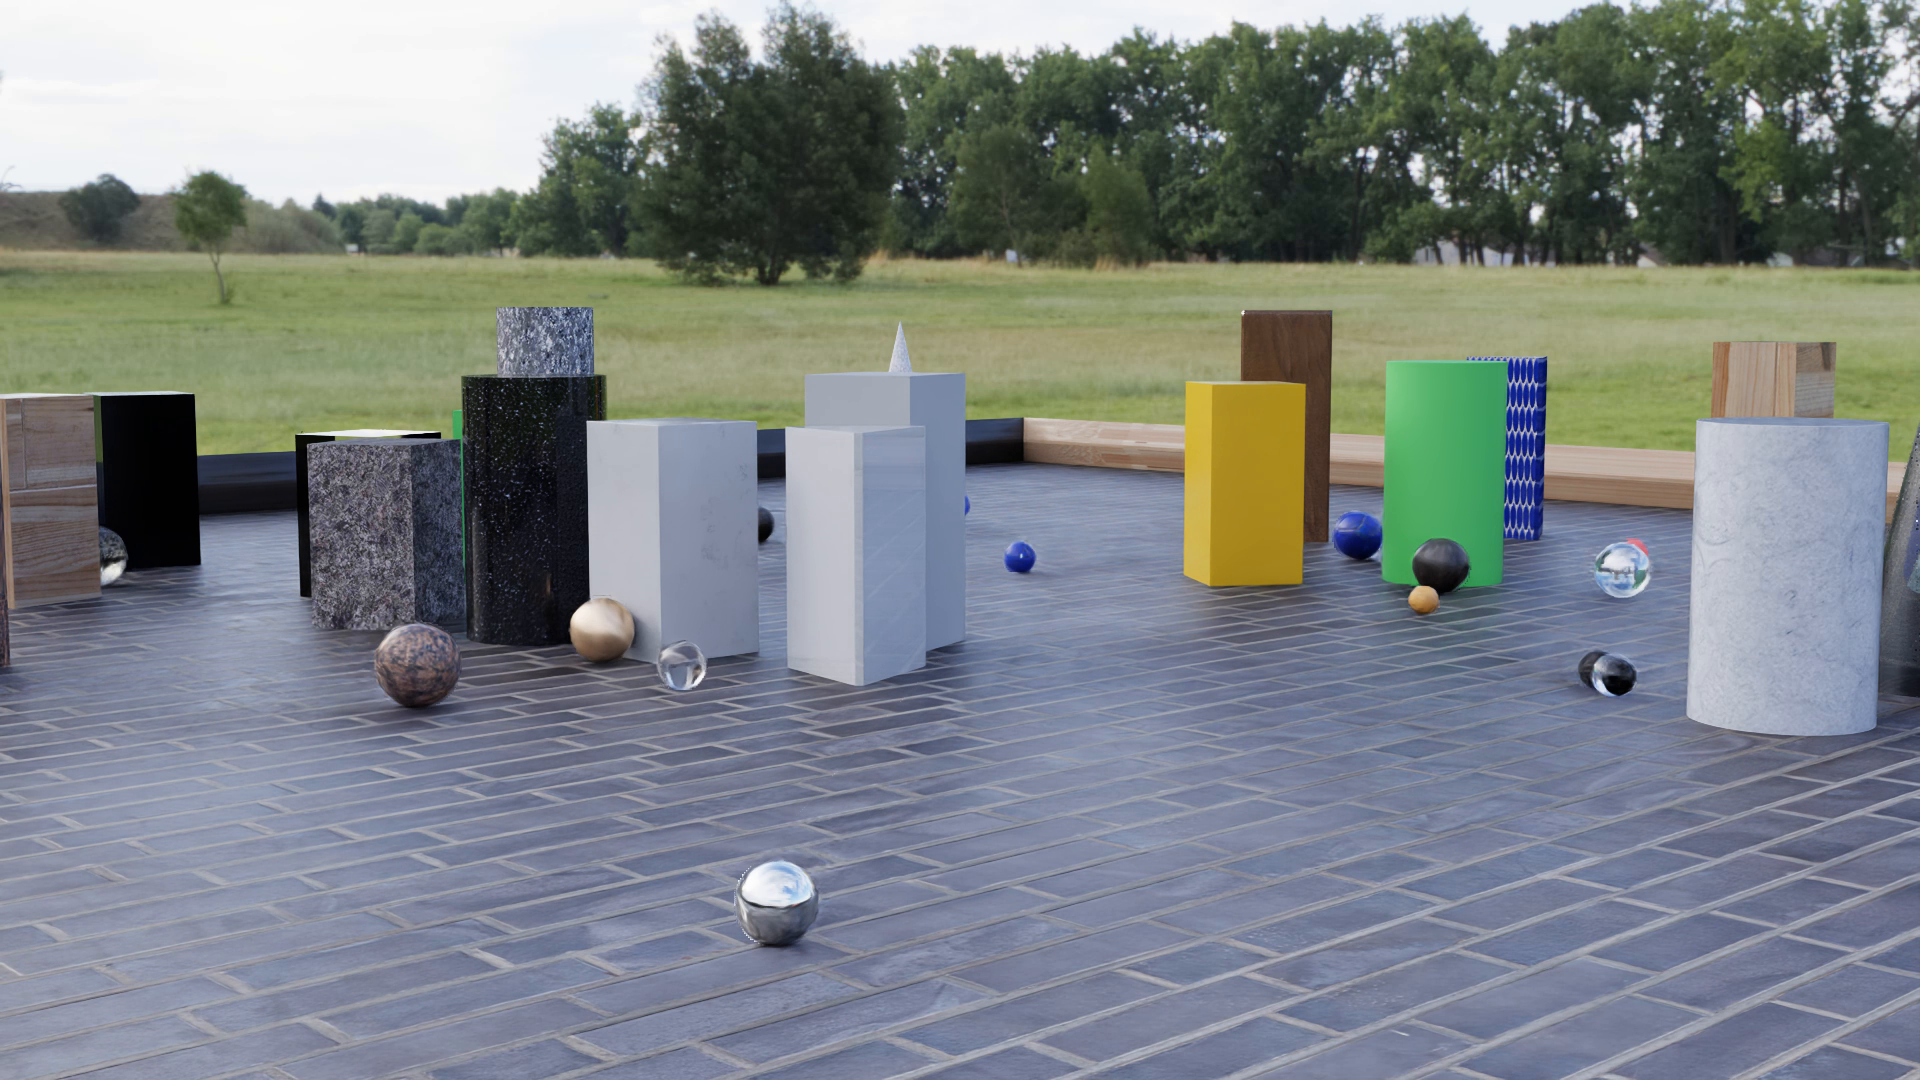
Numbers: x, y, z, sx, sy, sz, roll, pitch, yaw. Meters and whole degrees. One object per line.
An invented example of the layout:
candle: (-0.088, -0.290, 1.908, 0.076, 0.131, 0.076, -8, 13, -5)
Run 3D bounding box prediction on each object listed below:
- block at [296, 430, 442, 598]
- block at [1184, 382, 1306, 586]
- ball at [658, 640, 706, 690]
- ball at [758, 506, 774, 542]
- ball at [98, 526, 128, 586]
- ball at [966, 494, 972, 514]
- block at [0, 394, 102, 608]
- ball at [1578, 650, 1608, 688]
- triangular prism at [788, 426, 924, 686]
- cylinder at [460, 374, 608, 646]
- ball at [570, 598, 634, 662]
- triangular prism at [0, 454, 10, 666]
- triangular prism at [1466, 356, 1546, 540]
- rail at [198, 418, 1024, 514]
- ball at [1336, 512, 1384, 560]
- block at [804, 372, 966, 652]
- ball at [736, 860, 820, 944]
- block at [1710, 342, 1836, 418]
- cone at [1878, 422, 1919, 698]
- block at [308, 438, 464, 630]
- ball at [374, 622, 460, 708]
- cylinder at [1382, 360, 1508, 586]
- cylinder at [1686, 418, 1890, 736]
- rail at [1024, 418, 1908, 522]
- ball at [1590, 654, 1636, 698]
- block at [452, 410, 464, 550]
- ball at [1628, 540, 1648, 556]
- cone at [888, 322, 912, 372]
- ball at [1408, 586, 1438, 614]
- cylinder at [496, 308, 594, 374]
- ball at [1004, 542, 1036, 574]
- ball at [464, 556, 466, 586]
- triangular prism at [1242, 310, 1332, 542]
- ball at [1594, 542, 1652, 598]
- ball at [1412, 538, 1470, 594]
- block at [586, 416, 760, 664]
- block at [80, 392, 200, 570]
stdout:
block: (-0.923, -0.041, 3.448, 0.156, 0.253, 0.156, 3, 7, 26)
block: (0.467, -0.096, 3.627, 0.156, 0.325, 0.156, -1, 6, -10)
ball: (-0.327, 0.147, 2.584, 0.058, 0.058, 0.058, 0, 6, 0)
ball: (-0.391, -0.031, 4.225, 0.070, 0.070, 0.070, 0, 6, 0)
ball: (-1.395, 0.026, 3.548, 0.097, 0.097, 0.097, 0, 6, 0)
ball: (-0.005, -0.075, 4.699, 0.059, 0.059, 0.059, 0, 6, 0)
block: (-1.442, -0.064, 3.374, 0.156, 0.314, 0.156, 3, 7, 29)
ball: (0.752, 0.153, 2.588, 0.045, 0.045, 0.045, 0, 6, 0)
triangular prism: (-0.106, 0.012, 2.706, 0.146, 0.301, 0.169, -4, 7, -34)
cylinder: (-0.577, -0.046, 3.000, 0.195, 0.355, 0.195, 0, 6, 0)
ball: (-0.453, 0.114, 2.784, 0.082, 0.082, 0.082, 0, 6, 0)
triangular prism: (-1.255, -0.073, 2.700, 0.146, 0.472, 0.169, -4, 7, -33)
triangular prism: (1.113, -0.186, 4.352, 0.146, 0.352, 0.169, -6, 8, -42)
rail: (-1.478, -0.134, 4.925, 4.579, 0.127, 0.045, -5, 8, -42)
ball: (0.714, -0.008, 3.930, 0.086, 0.086, 0.086, 0, 6, 0)
block: (-0.098, -0.040, 2.924, 0.156, 0.360, 0.156, 3, 7, 27)
ball: (-0.128, 0.255, 1.548, 0.059, 0.059, 0.059, 0, 6, 0)
block: (1.472, -0.165, 3.991, 0.156, 0.386, 0.156, -6, 8, -44)
cone: (1.159, -0.056, 2.588, 0.195, 0.461, 0.195, 0, 6, 0)
block: (-0.814, -0.011, 3.129, 0.156, 0.258, 0.156, 1, 6, 13)
ball: (-0.610, 0.140, 2.471, 0.095, 0.095, 0.095, 0, 6, 0)
cylinder: (0.797, -0.113, 3.620, 0.195, 0.360, 0.195, 0, 6, 0)
cylinder: (0.896, 0.034, 2.387, 0.195, 0.325, 0.195, 0, 6, 0)
rail: (1.665, -0.127, 4.860, 0.045, 0.127, 4.407, -5, 8, -42)
ball: (0.752, 0.156, 2.531, 0.051, 0.051, 0.051, 0, 6, 0)
block: (-0.728, -0.076, 3.638, 0.156, 0.282, 0.156, 2, 6, 14)
ball: (1.177, 0.022, 3.839, 0.045, 0.045, 0.045, 0, 6, 0)
cone: (-0.119, -0.231, 4.424, 0.195, 0.426, 0.195, 0, 6, 0)
ball: (0.679, 0.088, 3.219, 0.043, 0.043, 0.043, 0, 6, 0)
cylinder: (-0.847, -0.252, 4.512, 0.195, 0.450, 0.195, 0, 6, 0)
ball: (0.102, 0.029, 3.727, 0.054, 0.054, 0.054, 0, 6, 0)
ball: (-0.809, 0.048, 3.522, 0.058, 0.058, 0.058, 0, 6, 0)
triangular prism: (0.633, -0.225, 4.286, 0.169, 0.443, 0.146, 1, 6, 8)
ball: (1.026, 0.047, 3.405, 0.086, 0.086, 0.086, 0, 6, 0)
ball: (0.757, 0.040, 3.464, 0.088, 0.088, 0.088, 0, 6, 0)
block: (-0.373, -0.004, 2.861, 0.156, 0.301, 0.156, -6, 8, -43)
block: (-1.437, -0.108, 3.858, 0.156, 0.299, 0.156, -4, 7, -33)
